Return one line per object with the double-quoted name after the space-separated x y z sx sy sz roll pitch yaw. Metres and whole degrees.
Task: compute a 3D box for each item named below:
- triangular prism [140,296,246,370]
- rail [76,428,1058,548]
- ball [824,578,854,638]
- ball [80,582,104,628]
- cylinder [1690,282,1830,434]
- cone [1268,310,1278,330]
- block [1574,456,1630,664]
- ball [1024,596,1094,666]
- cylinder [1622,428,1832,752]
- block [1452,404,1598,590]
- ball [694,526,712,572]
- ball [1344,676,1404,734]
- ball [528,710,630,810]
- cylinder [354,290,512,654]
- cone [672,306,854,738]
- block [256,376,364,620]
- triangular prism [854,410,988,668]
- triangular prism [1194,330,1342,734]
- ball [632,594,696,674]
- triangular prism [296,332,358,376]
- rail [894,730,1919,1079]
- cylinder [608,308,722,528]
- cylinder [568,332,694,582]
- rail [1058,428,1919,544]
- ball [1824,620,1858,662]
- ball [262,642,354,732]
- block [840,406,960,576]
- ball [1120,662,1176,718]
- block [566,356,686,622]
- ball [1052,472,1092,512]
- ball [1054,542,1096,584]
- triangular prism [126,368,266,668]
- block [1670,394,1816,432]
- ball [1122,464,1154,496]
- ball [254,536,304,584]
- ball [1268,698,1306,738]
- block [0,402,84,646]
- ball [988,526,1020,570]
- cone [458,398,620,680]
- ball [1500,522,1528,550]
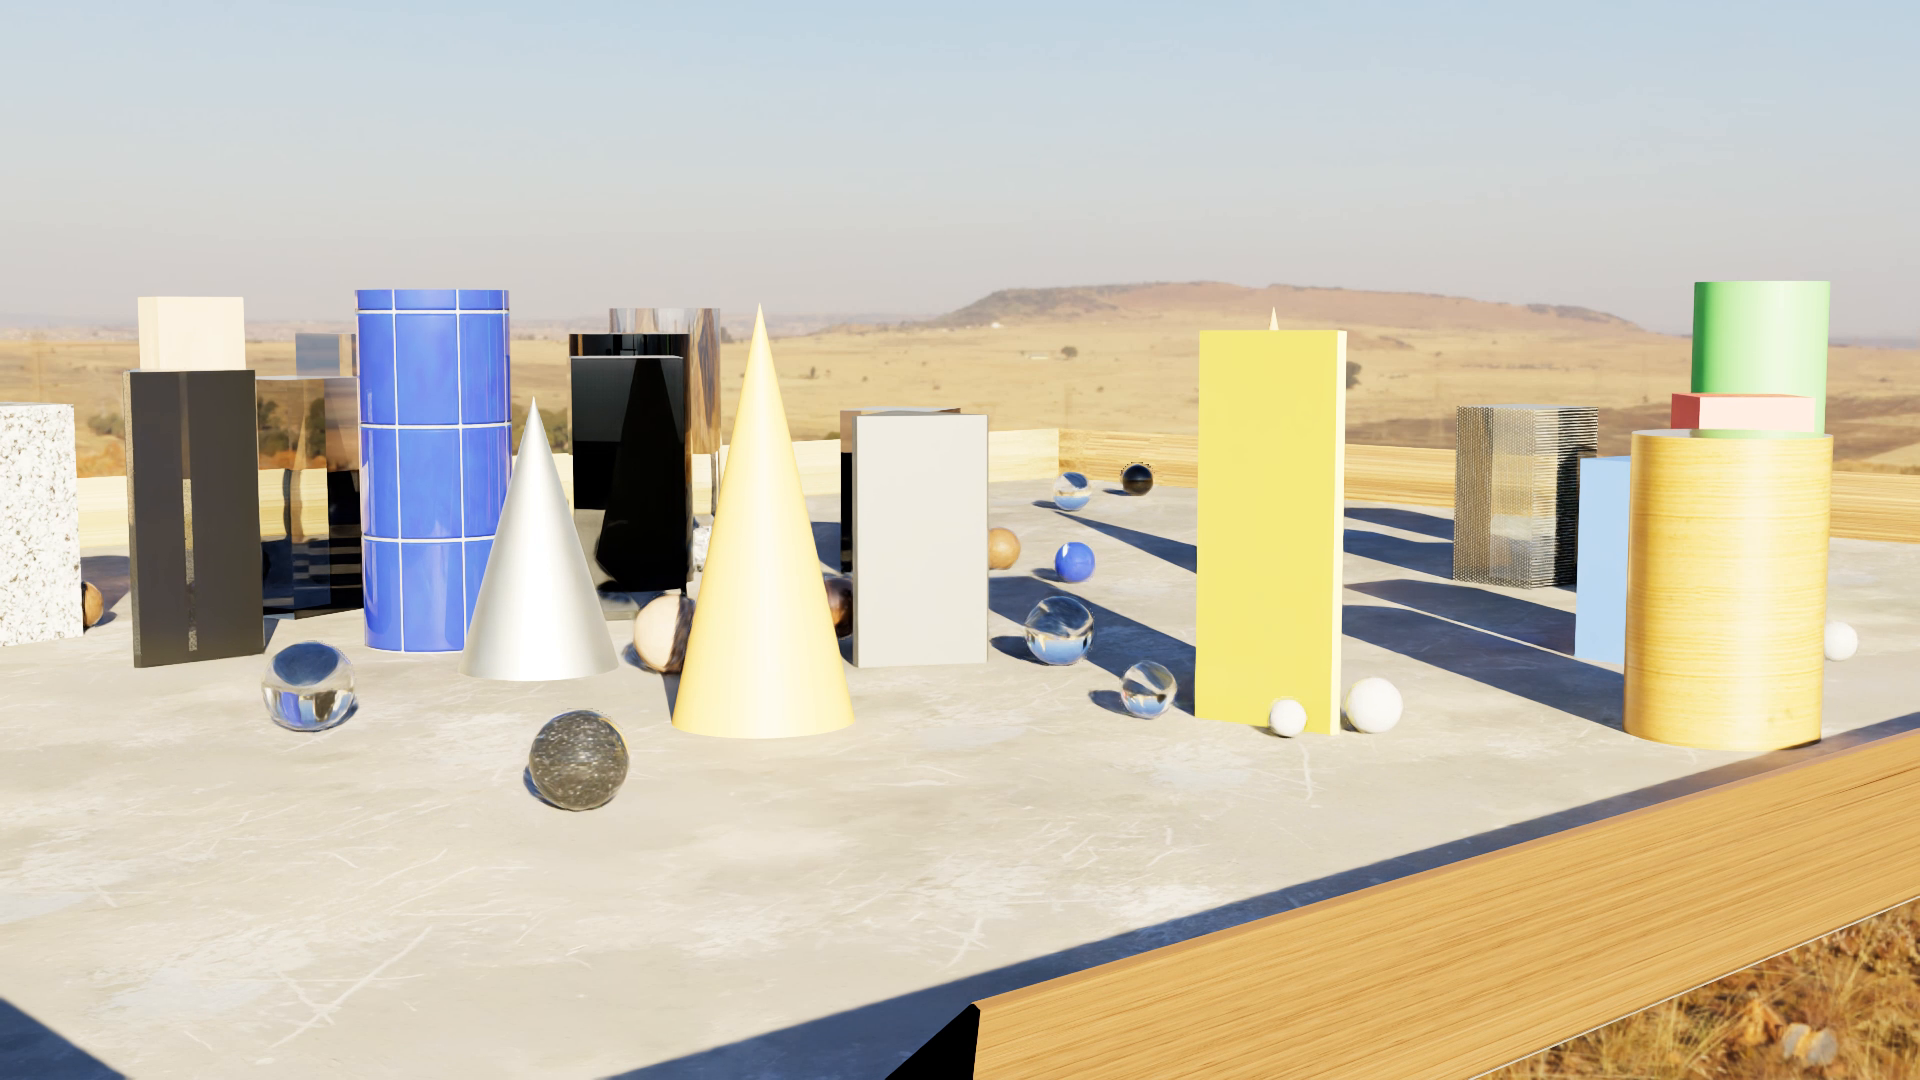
-1.270 -0.172 3.686 0.150 0.467 0.173 -4 7 -31 "triangular prism"
-1.153 -0.096 4.575 3.903 0.130 0.045 -5 8 -42 "rail"
-0.163 0.090 2.936 0.081 0.081 0.081 0 6 0 "ball"
-1.238 0.092 3.086 0.068 0.068 0.068 0 6 0 "ball"
1.253 -0.160 3.462 0.200 0.490 0.200 0 6 0 "cylinder"
0.516 -0.159 3.637 0.200 0.453 0.200 0 6 0 "cone"
0.906 0.025 2.810 0.160 0.257 0.160 -4 7 -36 "block"
0.125 0.115 2.767 0.088 0.088 0.088 0 6 0 "ball"
0.806 0.047 2.315 0.200 0.317 0.200 0 6 0 "cylinder"
0.929 -0.075 3.618 0.160 0.289 0.160 -4 7 -37 "block"
-0.434 0.015 3.762 0.080 0.080 0.080 0 6 0 "ball"
0.437 0.175 2.321 0.060 0.060 0.060 0 6 0 "ball"
-0.341 0.197 1.969 0.089 0.089 0.089 0 6 0 "ball"
-0.700 -0.097 2.942 0.200 0.472 0.200 0 6 0 "cylinder"
-0.214 -0.029 2.376 0.200 0.454 0.200 0 6 0 "cone"
-0.995 -0.068 3.269 0.160 0.347 0.160 3 7 28 "block"
-0.066 -0.006 2.835 0.173 0.314 0.150 -1 6 -14 "triangular prism"
0.373 -0.017 2.408 0.173 0.423 0.150 5 7 37 "triangular prism"
-0.352 0.116 2.700 0.099 0.099 0.099 0 6 0 "ball"
-1.091 -0.174 4.009 0.173 0.405 0.150 6 8 43 "triangular prism"
1.153 0.163 2.088 3.903 0.130 0.045 -5 8 -42 "rail"
-0.529 -0.191 3.959 0.200 0.450 0.200 0 6 0 "cylinder"
-0.542 -0.136 3.630 0.200 0.408 0.200 0 6 0 "cylinder"
1.417 -0.102 4.632 0.045 0.130 3.449 -5 8 -42 "rail"
1.115 0.129 2.799 0.053 0.053 0.053 0 6 0 "ball"
-0.692 0.156 2.336 0.095 0.095 0.095 0 6 0 "ball"
-0.100 -0.085 3.764 0.160 0.278 0.160 2 6 19 "block"
0.206 0.165 2.411 0.062 0.062 0.062 0 6 0 "ball"
-0.491 -0.080 3.235 0.160 0.378 0.160 -1 6 -12 "block"
0.249 -0.109 4.905 0.089 0.089 0.089 0 6 0 "ball"
0.188 0.037 3.608 0.069 0.069 0.069 0 6 0 "ball"
-1.021 -0.035 2.844 0.150 0.370 0.173 6 8 45 "triangular prism"
1.139 -0.050 3.221 0.160 0.322 0.160 0 6 4 "block"
0.427 -0.143 5.290 0.077 0.077 0.077 0 6 0 "ball"
-1.111 0.034 3.590 0.079 0.079 0.079 0 6 0 "ball"
0.343 0.187 2.306 0.040 0.040 0.040 0 6 0 "ball"
-1.318 -0.025 2.991 0.160 0.318 0.160 4 7 35 "block"
0.068 0.014 3.793 0.075 0.075 0.075 0 6 0 "ball"
-0.528 -0.009 2.741 0.200 0.340 0.200 0 6 0 "cone"
1.039 -0.009 4.128 0.052 0.052 0.052 0 6 0 "ball"
